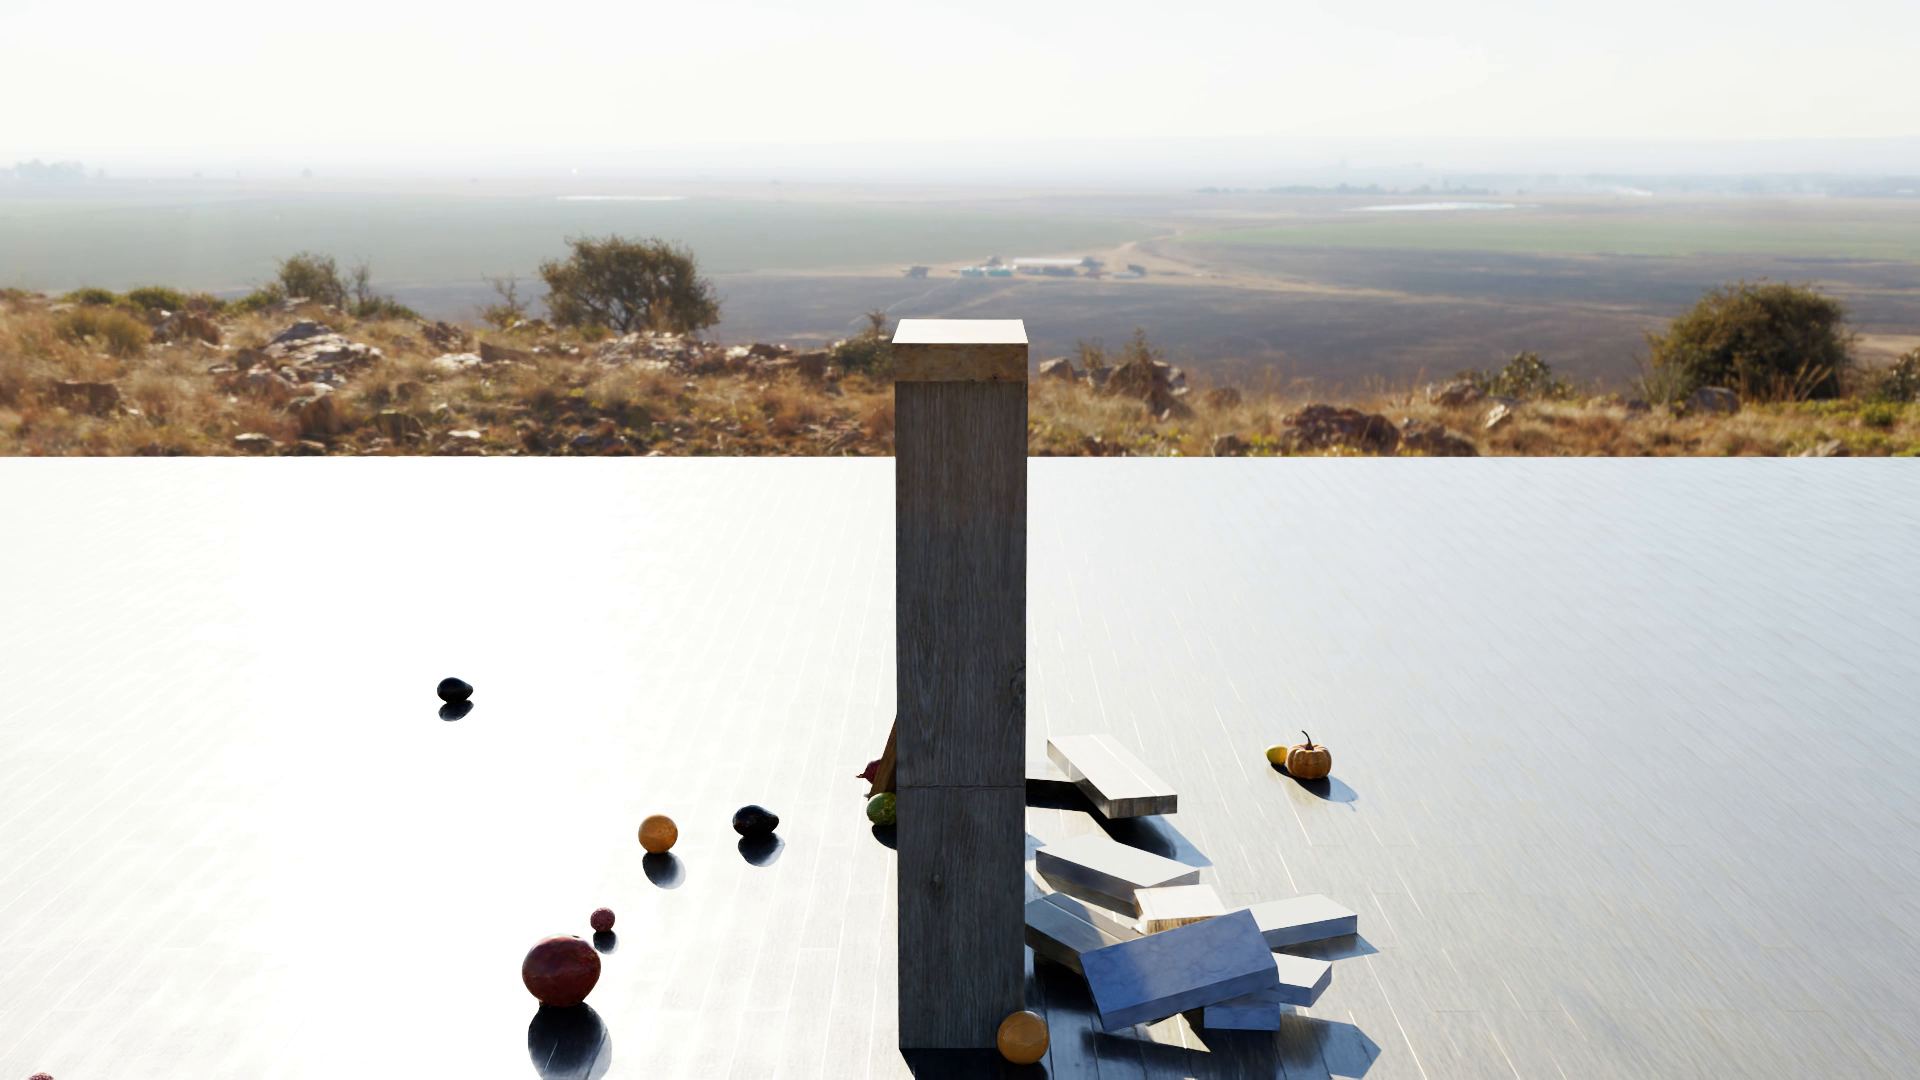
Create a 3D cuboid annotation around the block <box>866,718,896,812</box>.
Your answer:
[{"bbox_3d":[-0.075,0.339,4.032,0.112,0.387,0.032,-21,53,-39],"label":"block"}]

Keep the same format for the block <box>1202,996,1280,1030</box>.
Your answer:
[{"bbox_3d":[0.408,0.659,3.216,0.107,0.030,0.213,1,11,5],"label":"block"}]

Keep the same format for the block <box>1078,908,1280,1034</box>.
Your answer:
[{"bbox_3d":[0.313,0.617,3.158,0.260,0.037,0.130,-14,31,-5],"label":"block"}]

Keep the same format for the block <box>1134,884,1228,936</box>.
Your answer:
[{"bbox_3d":[0.343,0.580,3.423,0.122,0.035,0.245,-4,1,0],"label":"block"}]

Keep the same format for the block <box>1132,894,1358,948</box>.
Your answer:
[{"bbox_3d":[0.449,0.613,3.464,0.350,0.030,0.107,-5,12,-24],"label":"block"}]

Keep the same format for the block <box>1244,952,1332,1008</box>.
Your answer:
[{"bbox_3d":[0.423,0.631,3.202,0.213,0.030,0.107,5,12,25],"label":"block"}]

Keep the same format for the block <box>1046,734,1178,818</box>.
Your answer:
[{"bbox_3d":[0.283,0.445,4.177,0.130,0.037,0.418,-2,11,-13],"label":"block"}]

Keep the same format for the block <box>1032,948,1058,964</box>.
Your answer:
[{"bbox_3d":[0.175,0.634,3.385,0.125,0.018,0.063,0,11,0],"label":"block"}]

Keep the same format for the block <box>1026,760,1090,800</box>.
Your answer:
[{"bbox_3d":[0.222,0.466,4.248,0.224,0.032,0.112,3,11,17],"label":"block"}]

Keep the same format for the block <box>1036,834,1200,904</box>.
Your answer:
[{"bbox_3d":[0.266,0.559,3.734,0.130,0.037,0.260,-9,14,-41],"label":"block"}]

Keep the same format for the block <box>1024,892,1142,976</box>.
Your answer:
[{"bbox_3d":[0.197,0.612,3.338,0.245,0.035,0.122,22,23,39],"label":"block"}]

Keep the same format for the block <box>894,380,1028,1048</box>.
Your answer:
[{"bbox_3d":[0.001,0.242,2.990,0.175,0.933,0.050,0,11,-1],"label":"block"}]

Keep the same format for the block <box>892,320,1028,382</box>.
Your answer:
[{"bbox_3d":[0.001,-0.262,3.013,0.175,0.050,0.350,0,11,0],"label":"block"}]
